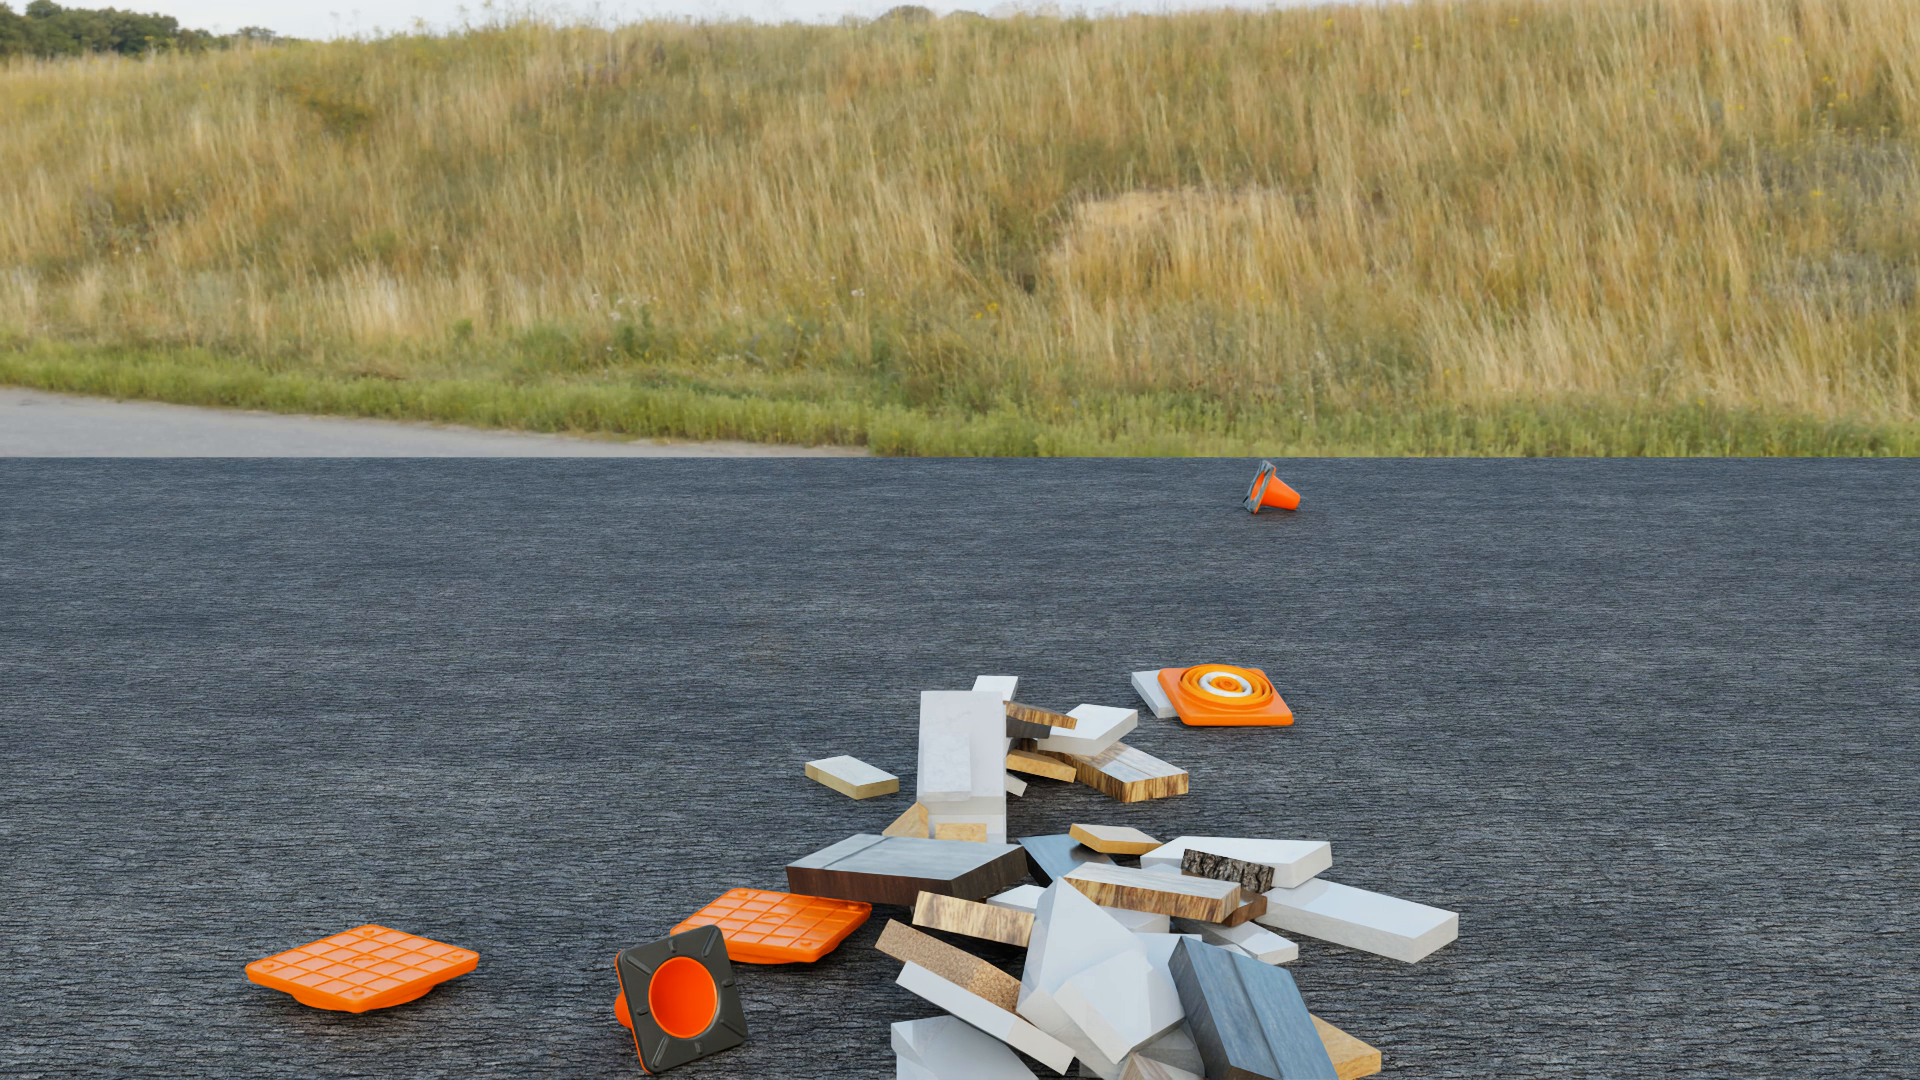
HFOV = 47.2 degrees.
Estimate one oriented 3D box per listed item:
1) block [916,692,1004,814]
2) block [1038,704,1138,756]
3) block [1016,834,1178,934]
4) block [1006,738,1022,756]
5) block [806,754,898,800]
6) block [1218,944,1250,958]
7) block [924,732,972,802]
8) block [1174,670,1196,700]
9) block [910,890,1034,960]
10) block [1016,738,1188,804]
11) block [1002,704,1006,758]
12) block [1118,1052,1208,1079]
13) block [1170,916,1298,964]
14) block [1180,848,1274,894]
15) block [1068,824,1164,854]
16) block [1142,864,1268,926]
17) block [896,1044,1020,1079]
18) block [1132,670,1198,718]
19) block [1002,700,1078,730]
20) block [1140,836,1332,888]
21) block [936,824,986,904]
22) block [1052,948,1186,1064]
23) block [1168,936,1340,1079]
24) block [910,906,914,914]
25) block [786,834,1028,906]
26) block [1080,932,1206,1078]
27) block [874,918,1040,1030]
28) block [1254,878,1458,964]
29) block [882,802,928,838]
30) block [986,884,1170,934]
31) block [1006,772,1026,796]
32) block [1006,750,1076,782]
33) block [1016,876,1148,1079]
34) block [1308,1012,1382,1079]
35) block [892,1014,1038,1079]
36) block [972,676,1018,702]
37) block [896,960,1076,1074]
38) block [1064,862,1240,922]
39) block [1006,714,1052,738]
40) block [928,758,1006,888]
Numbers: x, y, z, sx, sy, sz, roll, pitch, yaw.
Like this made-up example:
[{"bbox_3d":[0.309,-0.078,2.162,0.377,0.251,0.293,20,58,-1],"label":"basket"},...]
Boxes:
[{"bbox_3d":[0.002,0.375,3.902,0.148,0.042,0.297,0,33,1],"label":"block"},{"bbox_3d":[0.261,0.384,4.461,0.123,0.035,0.246,5,12,24],"label":"block"},{"bbox_3d":[0.218,0.579,3.629,0.126,0.036,0.490,-3,11,-14],"label":"block"},{"bbox_3d":[0.050,0.377,4.318,0.123,0.035,0.370,16,1,6],"label":"block"},{"bbox_3d":[-0.211,0.462,4.286,0.096,0.027,0.192,-7,13,-34],"label":"block"},{"bbox_3d":[0.338,0.646,3.288,0.204,0.029,0.102,-3,11,-17],"label":"block"},{"bbox_3d":[-0.022,0.393,3.814,0.080,0.023,0.160,-1,33,-1],"label":"block"},{"bbox_3d":[0.468,0.332,4.986,0.091,0.026,0.182,-1,11,-7],"label":"block"},{"bbox_3d":[0.012,0.567,3.222,0.165,0.047,0.329,12,-14,0],"label":"block"},{"bbox_3d":[0.265,0.434,4.396,0.143,0.040,0.471,-6,12,-28],"label":"block"},{"bbox_3d":[0.009,0.427,3.968,0.148,0.042,0.297,0,47,1],"label":"block"},{"bbox_3d":[0.305,0.727,2.645,0.162,0.046,0.325,21,7,-12],"label":"block"},{"bbox_3d":[0.420,0.616,3.466,0.078,0.022,0.254,-6,12,-30],"label":"block"},{"bbox_3d":[0.434,0.560,3.608,0.157,0.078,0.022,8,-10,35],"label":"block"},{"bbox_3d":[0.273,0.523,3.836,0.157,0.022,0.078,10,8,-42],"label":"block"},{"bbox_3d":[0.380,0.570,3.542,0.204,0.029,0.102,13,11,38],"label":"block"},{"bbox_3d":[0.009,0.786,2.490,0.162,0.046,0.970,0,11,-2],"label":"block"},{"bbox_3d":[0.451,0.338,4.852,0.091,0.026,0.182,-4,22,-14],"label":"block"},{"bbox_3d":[0.148,0.340,4.285,0.080,0.023,0.160,17,1,42],"label":"block"},{"bbox_3d":[0.464,0.541,3.702,0.285,0.040,0.143,-3,6,36],"label":"block"},{"bbox_3d":[0.001,0.541,3.663,0.086,0.024,0.172,0,37,1],"label":"block"},{"bbox_3d":[0.218,0.611,2.896,0.118,0.033,0.236,45,18,19],"label":"block"},{"bbox_3d":[0.390,0.650,2.916,0.168,0.048,0.336,20,15,-11],"label":"block"},{"bbox_3d":[-0.046,0.560,3.567,0.024,0.086,0.172,43,6,-17],"label":"block"},{"bbox_3d":[-0.088,0.523,3.482,0.373,0.048,0.168,-4,10,44],"label":"block"},{"bbox_3d":[0.259,0.653,3.103,0.168,0.048,0.336,1,17,5],"label":"block"},{"bbox_3d":[0.018,0.611,3.051,0.165,0.047,0.329,34,-12,-20],"label":"block"},{"bbox_3d":[0.629,0.601,3.500,0.285,0.040,0.143,9,14,39],"label":"block"},{"bbox_3d":[-0.092,0.515,3.689,0.086,0.024,0.172,-42,18,15],"label":"block"},{"bbox_3d":[0.181,0.581,3.387,0.253,0.036,0.126,6,6,30],"label":"block"},{"bbox_3d":[0.035,0.438,4.264,0.096,0.027,0.273,25,-2,-21],"label":"block"},{"bbox_3d":[0.122,0.431,4.287,0.192,0.027,0.096,15,1,-31],"label":"block"},{"bbox_3d":[0.170,0.592,2.983,0.165,0.047,0.329,39,17,-5],"label":"block"},{"bbox_3d":[0.473,0.693,3.033,0.102,0.029,0.204,-6,12,-29],"label":"block"},{"bbox_3d":[0.004,0.678,2.850,0.118,0.033,0.236,-4,11,-20],"label":"block"},{"bbox_3d":[0.053,0.380,4.731,0.091,0.026,0.615,1,11,6],"label":"block"},{"bbox_3d":[0.031,0.614,2.836,0.118,0.033,0.236,38,-14,-35],"label":"block"},{"bbox_3d":[0.299,0.548,3.430,0.253,0.036,0.126,5,5,20],"label":"block"},{"bbox_3d":[0.079,0.350,4.273,0.123,0.035,0.246,16,1,23],"label":"block"},{"bbox_3d":[0.005,0.486,3.807,0.148,0.042,0.297,0,33,1],"label":"block"}]
